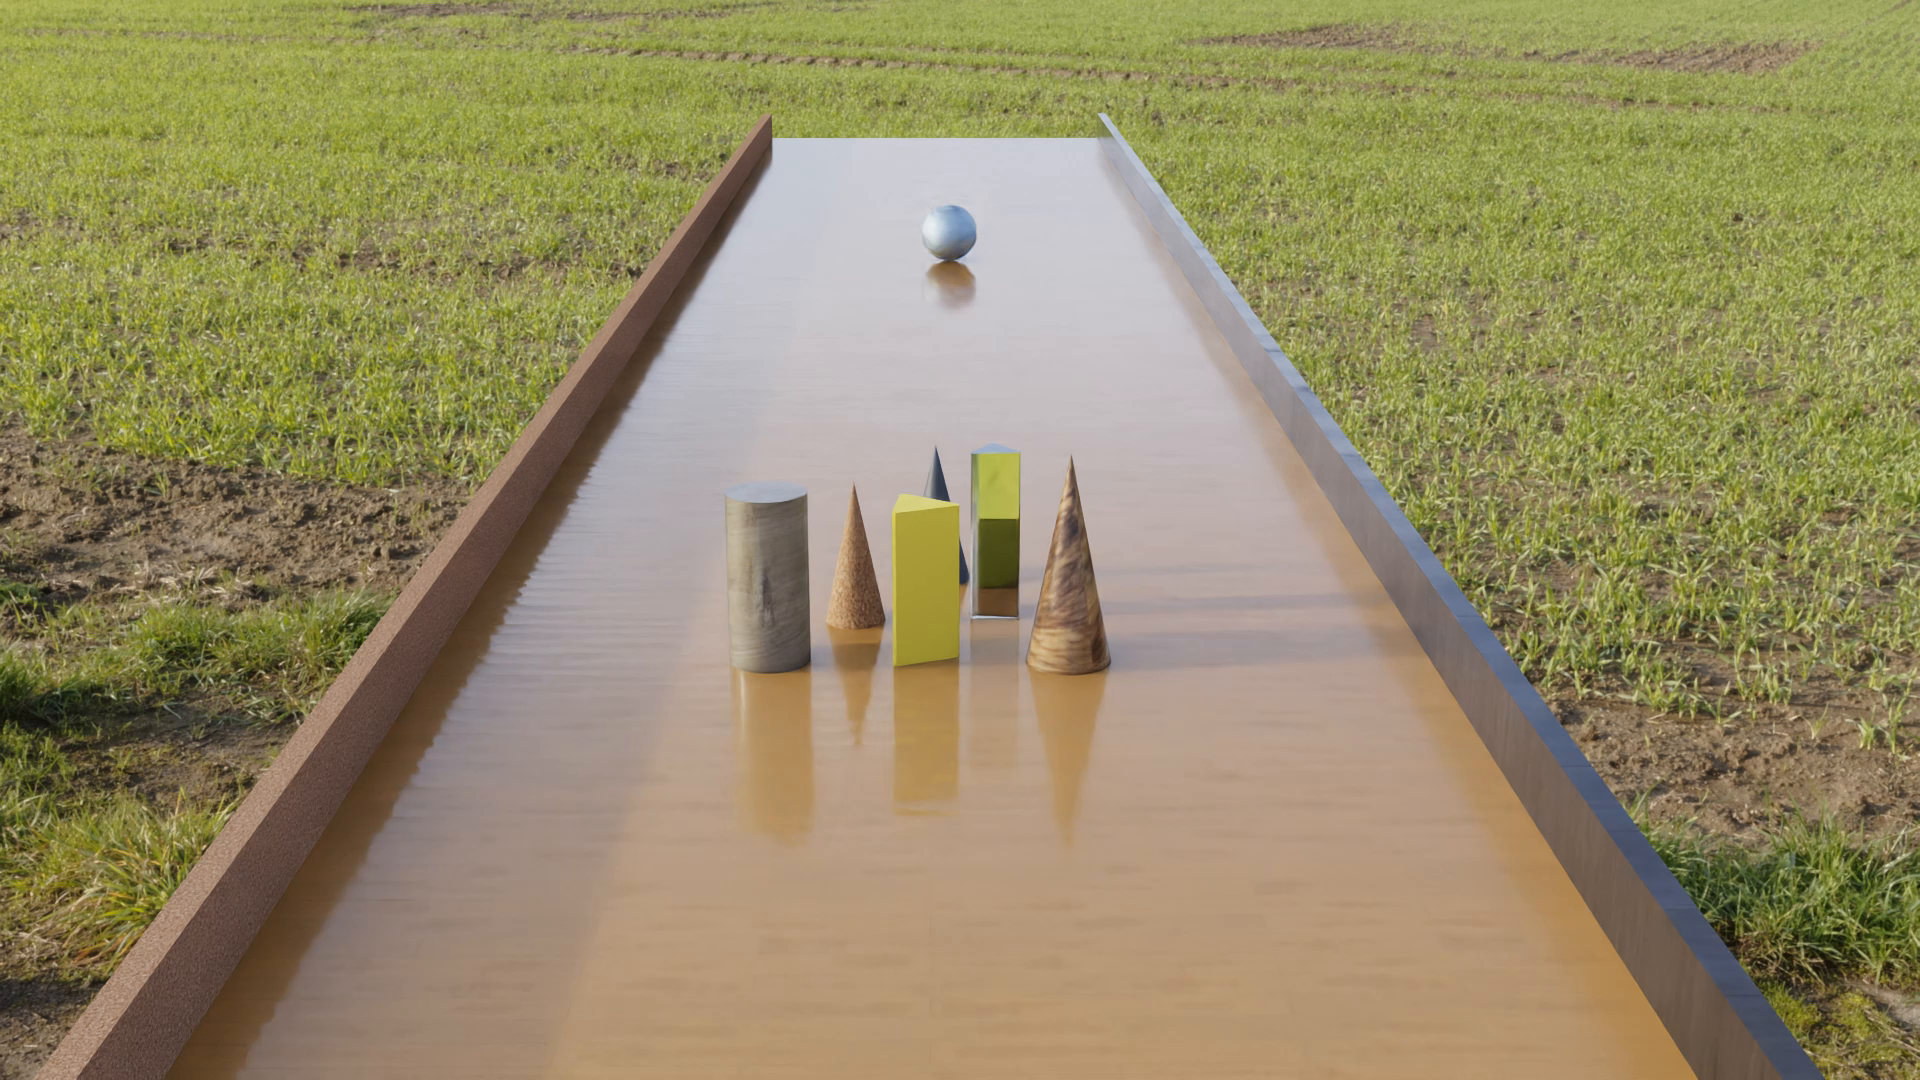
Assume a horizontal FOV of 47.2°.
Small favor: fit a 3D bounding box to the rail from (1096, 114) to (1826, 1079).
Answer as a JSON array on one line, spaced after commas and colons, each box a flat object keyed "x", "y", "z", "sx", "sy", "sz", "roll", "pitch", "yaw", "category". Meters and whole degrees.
[{"x": 0.932, "y": -0.844, "z": 7.801, "sx": 0.050, "sy": 0.150, "sz": 12.000, "roll": 0, "pitch": 17, "yaw": -1, "category": "rail"}]

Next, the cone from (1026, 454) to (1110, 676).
[{"x": 0.217, "y": 0.036, "z": 4.351, "sx": 0.172, "sy": 0.430, "sz": 0.172, "roll": 0, "pitch": 17, "yaw": 0, "category": "cone"}]

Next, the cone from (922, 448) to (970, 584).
[{"x": -0.053, "y": -0.063, "z": 4.899, "sx": 0.151, "sy": 0.307, "sz": 0.151, "roll": 0, "pitch": 17, "yaw": 0, "category": "cone"}]

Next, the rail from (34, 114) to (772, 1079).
[{"x": -1.118, "y": -0.838, "z": 7.780, "sx": 0.050, "sy": 0.150, "sz": 12.000, "roll": 0, "pitch": 17, "yaw": -1, "category": "rail"}]

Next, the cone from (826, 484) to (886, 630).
[{"x": -0.221, "y": 0.023, "z": 4.615, "sx": 0.126, "sy": 0.305, "sz": 0.126, "roll": 0, "pitch": 17, "yaw": 0, "category": "cone"}]

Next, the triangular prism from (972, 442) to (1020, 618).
[{"x": 0.072, "y": -0.021, "z": 4.663, "sx": 0.102, "sy": 0.361, "sz": 0.088, "roll": -1, "pitch": 17, "yaw": -4, "category": "triangular prism"}]

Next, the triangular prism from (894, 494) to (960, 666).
[{"x": -0.091, "y": 0.075, "z": 4.418, "sx": 0.142, "sy": 0.317, "sz": 0.123, "roll": -7, "pitch": 18, "yaw": -24, "category": "triangular prism"}]

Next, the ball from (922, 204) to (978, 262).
[{"x": -0.045, "y": -1.271, "z": 9.091, "sx": 0.232, "sy": 0.232, "sz": 0.232, "roll": 0, "pitch": 17, "yaw": 0, "category": "ball"}]

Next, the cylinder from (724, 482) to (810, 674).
[{"x": -0.381, "y": 0.073, "z": 4.367, "sx": 0.163, "sy": 0.350, "sz": 0.163, "roll": 0, "pitch": 17, "yaw": 0, "category": "cylinder"}]
